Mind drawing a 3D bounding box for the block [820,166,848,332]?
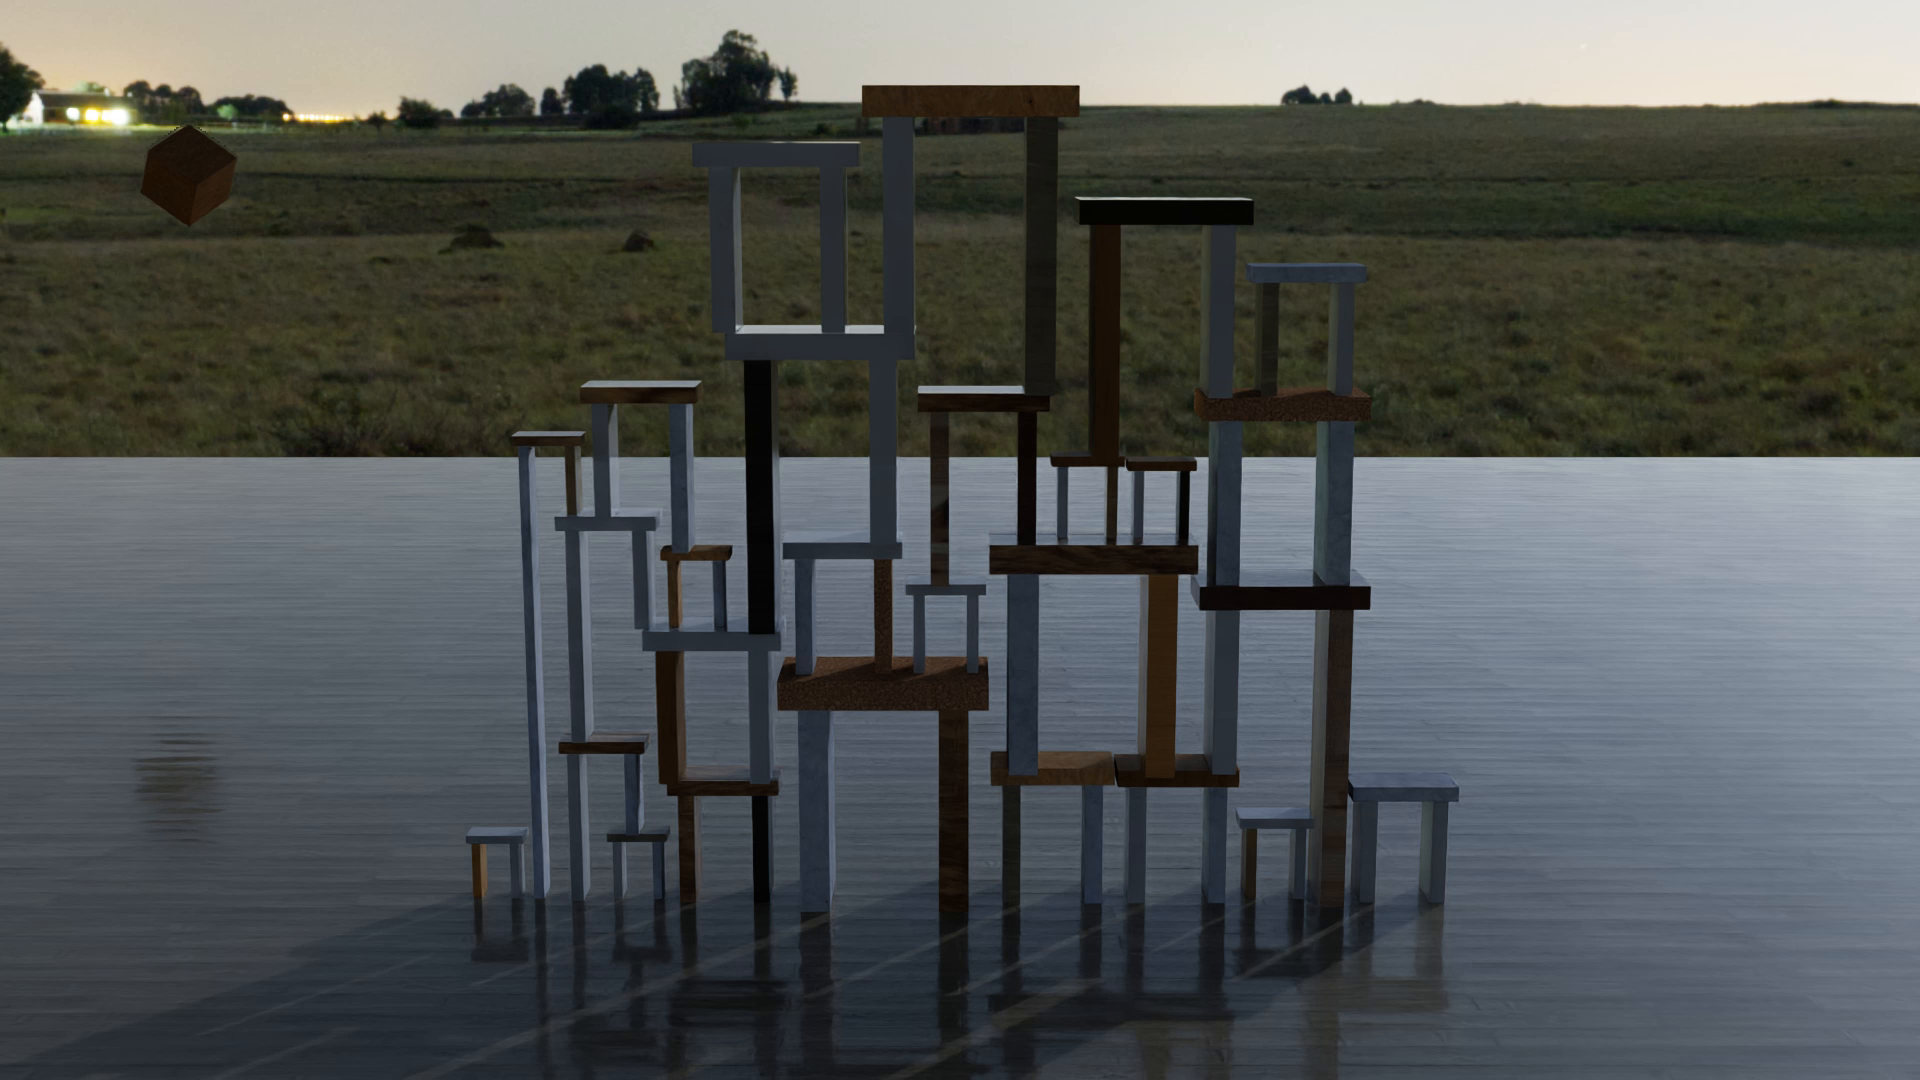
[{"bbox_3d":[-0.198,-0.460,3.471,0.036,0.256,0.128,0,11,0],"label":"block"}]

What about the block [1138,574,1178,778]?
[{"bbox_3d":[0.322,0.204,3.594,0.047,0.334,0.165,0,11,0],"label":"block"}]

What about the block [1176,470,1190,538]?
[{"bbox_3d":[0.360,-0.061,3.550,0.016,0.110,0.055,0,11,0],"label":"block"}]

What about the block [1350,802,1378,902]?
[{"bbox_3d":[0.671,0.505,3.653,0.024,0.173,0.086,0,11,0],"label":"block"}]

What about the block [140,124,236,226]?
[{"bbox_3d":[-1.998,-0.945,5.697,0.154,0.154,0.154,35,45,2],"label":"block"}]

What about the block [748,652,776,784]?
[{"bbox_3d":[-0.325,0.277,3.606,0.031,0.222,0.111,0,11,0],"label":"block"}]

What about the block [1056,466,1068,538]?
[{"bbox_3d":[0.165,-0.066,3.552,0.017,0.117,0.059,0,11,1],"label":"block"}]

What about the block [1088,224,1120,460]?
[{"bbox_3d":[0.229,-0.318,3.494,0.038,0.368,0.135,0,11,-1],"label":"block"}]

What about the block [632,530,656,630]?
[{"bbox_3d":[-0.513,0.057,3.569,0.023,0.161,0.081,0,11,0],"label":"block"}]

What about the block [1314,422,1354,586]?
[{"bbox_3d":[0.603,-0.070,3.551,0.037,0.265,0.132,0,11,0],"label":"block"}]

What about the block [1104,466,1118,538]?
[{"bbox_3d":[0.244,-0.066,3.552,0.017,0.117,0.059,0,11,0],"label":"block"}]

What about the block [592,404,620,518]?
[{"bbox_3d":[-0.569,-0.134,3.533,0.026,0.183,0.091,0,11,0],"label":"block"}]

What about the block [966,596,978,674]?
[{"bbox_3d":[0.020,0.147,3.583,0.018,0.130,0.065,0,11,0],"label":"block"}]

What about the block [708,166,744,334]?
[{"bbox_3d":[-0.369,-0.460,3.470,0.036,0.256,0.128,0,11,0],"label":"block"}]

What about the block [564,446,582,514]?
[{"bbox_3d":[-0.623,-0.100,3.545,0.016,0.112,0.056,0,11,0],"label":"block"}]

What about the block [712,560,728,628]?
[{"bbox_3d":[-0.390,0.082,3.574,0.016,0.110,0.055,-1,11,0],"label":"block"}]

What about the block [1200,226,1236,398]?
[{"bbox_3d":[0.408,-0.367,3.487,0.038,0.269,0.135,0,11,0],"label":"block"}]

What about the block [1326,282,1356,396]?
[{"bbox_3d":[0.606,-0.324,3.501,0.025,0.178,0.089,0,11,0],"label":"block"}]

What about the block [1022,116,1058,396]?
[{"bbox_3d":[0.125,-0.451,3.475,0.047,0.428,0.166,0,11,0],"label":"block"}]

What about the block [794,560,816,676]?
[{"bbox_3d":[-0.251,0.116,3.583,0.027,0.191,0.095,0,11,0],"label":"block"}]

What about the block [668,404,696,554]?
[{"bbox_3d":[-0.447,-0.105,3.538,0.026,0.241,0.091,0,11,0],"label":"block"}]

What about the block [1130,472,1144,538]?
[{"bbox_3d":[0.286,-0.061,3.549,0.016,0.110,0.055,0,11,0],"label":"block"}]

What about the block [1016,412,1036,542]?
[{"bbox_3d":[0.106,-0.109,3.538,0.029,0.208,0.104,0,11,0],"label":"block"}]

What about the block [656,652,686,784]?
[{"bbox_3d":[-0.474,0.277,3.606,0.031,0.222,0.111,0,11,0],"label":"block"}]

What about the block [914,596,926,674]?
[{"bbox_3d":[-0.066,0.147,3.583,0.018,0.130,0.065,0,11,0],"label":"block"}]

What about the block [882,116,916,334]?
[{"bbox_3d":[-0.095,-0.498,3.466,0.047,0.331,0.166,0,11,0],"label":"block"}]

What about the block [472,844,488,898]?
[{"bbox_3d":[-0.800,0.543,3.661,0.013,0.095,0.047,0,11,0],"label":"block"}]

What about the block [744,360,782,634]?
[{"bbox_3d":[-0.317,-0.078,3.542,0.042,0.438,0.148,0,11,-1],"label":"block"}]

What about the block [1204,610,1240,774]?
[{"bbox_3d":[0.428,0.233,3.604,0.039,0.273,0.136,0,10,0],"label":"block"}]

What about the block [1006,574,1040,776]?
[{"bbox_3d":[0.102,0.202,3.594,0.047,0.330,0.165,0,11,0],"label":"block"}]

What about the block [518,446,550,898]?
[{"bbox_3d":[-0.697,0.217,3.605,0.016,0.757,0.056,0,11,0],"label":"block"}]

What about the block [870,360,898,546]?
[{"bbox_3d":[-0.122,-0.150,3.534,0.042,0.295,0.148,0,11,-1],"label":"block"}]

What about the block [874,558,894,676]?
[{"bbox_3d":[-0.124,0.116,3.583,0.027,0.191,0.095,0,11,0],"label":"block"}]

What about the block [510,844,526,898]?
[{"bbox_3d":[-0.737,0.543,3.661,0.013,0.095,0.047,0,11,0],"label":"block"}]

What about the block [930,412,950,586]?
[{"bbox_3d":[-0.032,-0.073,3.543,0.029,0.281,0.104,0,11,0],"label":"block"}]

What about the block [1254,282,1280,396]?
[{"bbox_3d":[0.487,-0.323,3.501,0.025,0.178,0.089,0,11,0],"label":"block"}]

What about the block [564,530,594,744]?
[{"bbox_3d":[-0.621,0.151,3.588,0.023,0.351,0.081,0,11,0],"label":"block"}]

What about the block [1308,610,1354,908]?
[{"bbox_3d":[0.610,0.345,3.624,0.039,0.499,0.136,0,11,0],"label":"block"}]

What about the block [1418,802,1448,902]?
[{"bbox_3d":[0.787,0.505,3.653,0.024,0.173,0.086,0,11,0],"label":"block"}]

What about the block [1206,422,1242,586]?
[{"bbox_3d":[0.427,-0.069,3.551,0.037,0.265,0.132,0,11,0],"label":"block"}]

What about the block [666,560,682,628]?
[{"bbox_3d":[-0.463,0.082,3.573,0.016,0.110,0.055,-1,11,0],"label":"block"}]
